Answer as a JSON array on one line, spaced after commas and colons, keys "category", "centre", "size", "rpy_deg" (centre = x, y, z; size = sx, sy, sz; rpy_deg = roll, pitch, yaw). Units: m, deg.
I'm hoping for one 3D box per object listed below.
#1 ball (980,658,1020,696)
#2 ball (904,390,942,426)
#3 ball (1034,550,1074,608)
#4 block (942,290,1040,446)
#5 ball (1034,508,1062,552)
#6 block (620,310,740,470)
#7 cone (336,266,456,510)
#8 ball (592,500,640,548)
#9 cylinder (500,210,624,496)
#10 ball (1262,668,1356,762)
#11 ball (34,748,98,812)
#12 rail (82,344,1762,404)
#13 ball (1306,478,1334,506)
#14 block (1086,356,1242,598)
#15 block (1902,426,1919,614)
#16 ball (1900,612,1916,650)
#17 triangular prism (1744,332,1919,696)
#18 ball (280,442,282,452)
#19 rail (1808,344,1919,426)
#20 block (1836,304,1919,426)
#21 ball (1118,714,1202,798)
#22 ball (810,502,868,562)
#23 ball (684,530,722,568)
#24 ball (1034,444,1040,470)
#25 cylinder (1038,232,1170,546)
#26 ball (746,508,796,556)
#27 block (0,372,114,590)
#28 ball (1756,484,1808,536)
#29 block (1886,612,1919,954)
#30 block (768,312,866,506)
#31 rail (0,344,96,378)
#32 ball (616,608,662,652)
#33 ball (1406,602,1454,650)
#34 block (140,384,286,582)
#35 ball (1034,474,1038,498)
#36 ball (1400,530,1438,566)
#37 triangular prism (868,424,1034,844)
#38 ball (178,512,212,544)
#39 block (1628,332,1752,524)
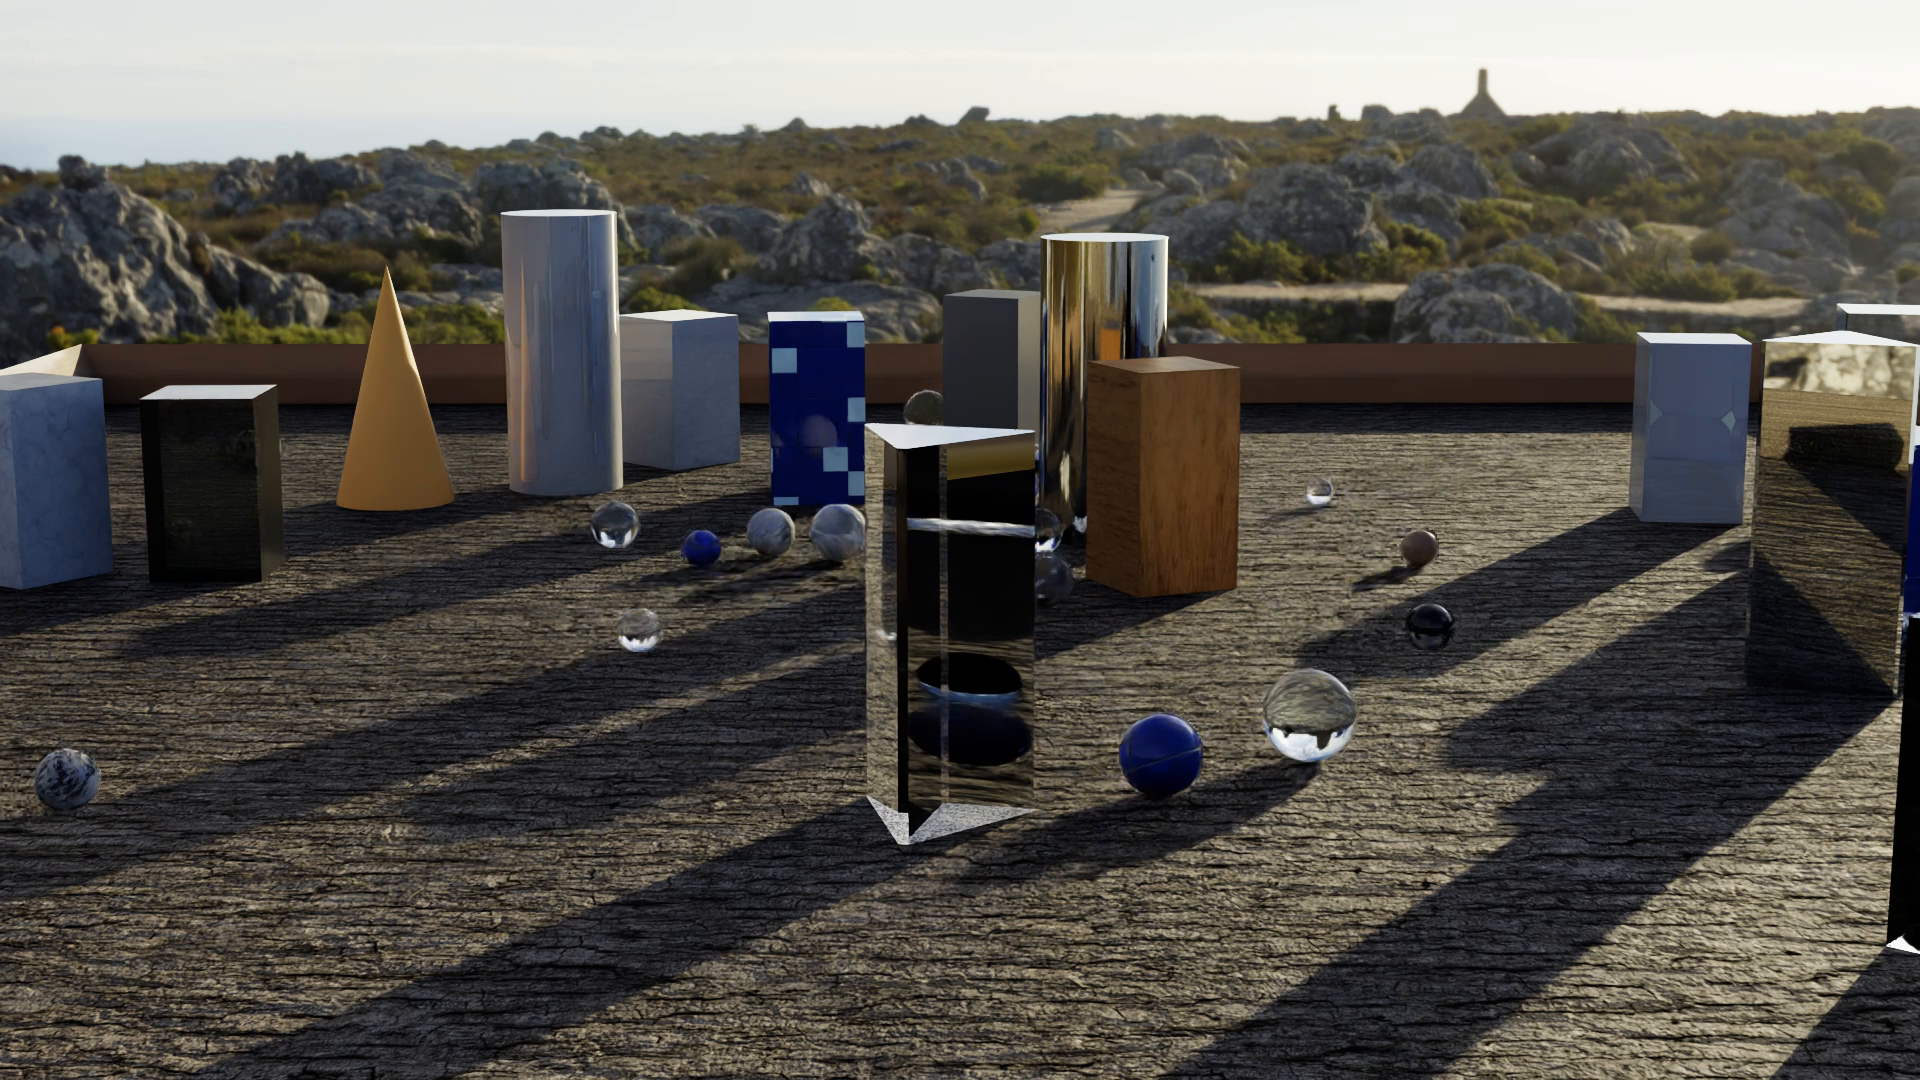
[{"category": "ball", "centre": [0.047, 0.160, 2.996], "size": [0.045, 0.045, 0.045], "rpy_deg": [0, 10, 0]}, {"category": "ball", "centre": [-0.065, -0.249, 5.068], "size": [0.094, 0.094, 0.094], "rpy_deg": [0, 10, 0]}, {"category": "ball", "centre": [0.116, 0.053, 3.486], "size": [0.077, 0.077, 0.077], "rpy_deg": [0, 10, 0]}, {"category": "block", "centre": [0.073, -0.324, 4.923], "size": [0.158, 0.296, 0.158], "rpy_deg": [5, 12, 26]}, {"category": "ball", "centre": [0.117, -0.012, 3.848], "size": [0.074, 0.074, 0.074], "rpy_deg": [0, 10, 0]}, {"category": "block", "centre": [-0.520, -0.280, 4.751], "size": [0.158, 0.272, 0.158], "rpy_deg": [10, 14, 43]}, {"category": "cone", "centre": [-0.955, -0.263, 4.307], "size": [0.197, 0.400, 0.197], "rpy_deg": [0, 10, 0]}, {"category": "ball", "centre": [-0.525, -0.023, 3.907], "size": [0.073, 0.073, 0.073], "rpy_deg": [0, 10, 0]}, {"category": "cylinder", "centre": [-0.689, -0.328, 4.448], "size": [0.197, 0.476, 0.197], "rpy_deg": [0, 10, 0]}, {"category": "ball", "centre": [0.369, 0.185, 2.712], "size": [0.099, 0.099, 0.099], "rpy_deg": [0, 10, 0]}, {"category": "ball", "centre": [-0.883, 0.237, 2.536], "size": [0.061, 0.061, 0.061], "rpy_deg": [0, 10, 0]}, {"category": "rail", "centre": [-0.012, -0.359, 5.565], "size": [3.791, 0.128, 0.045], "rpy_deg": [0, 10, 0]}, {"category": "ball", "centre": [0.601, -0.081, 4.291], "size": [0.047, 0.047, 0.047], "rpy_deg": [0, 10, 0]}, {"category": "block", "centre": [0.286, -0.093, 3.626], "size": [0.158, 0.313, 0.158], "rpy_deg": [-5, 12, -24]}, {"category": "block", "centre": [1.226, -0.013, 3.360], "size": [0.158, 0.253, 0.158], "rpy_deg": [-5, 12, -24]}, {"category": "ball", "centre": [1.197, 0.115, 3.236], "size": [0.048, 0.048, 0.048], "rpy_deg": [0, 10, 0]}, {"category": "triangular prism", "centre": [1.039, -0.037, 3.057], "size": [0.171, 0.411, 0.148], "rpy_deg": [4, 11, 20]}, {"category": "ball", "centre": [-1.279, -0.169, 4.679], "size": [0.080, 0.080, 0.080], "rpy_deg": [0, 10, 0]}, {"category": "rail", "centre": [1.872, 0.031, 3.459], "size": [0.045, 0.128, 4.352], "rpy_deg": [0, 10, 0]}, {"category": "block", "centre": [1.444, -0.181, 3.989], "size": [0.158, 0.355, 0.158], "rpy_deg": [2, 11, 13]}, {"category": "ball", "centre": [0.202, 0.217, 2.584], "size": [0.084, 0.084, 0.084], "rpy_deg": [0, 10, 0]}, {"category": "ball", "centre": [-0.180, -0.012, 3.809], "size": [0.087, 0.087, 0.087], "rpy_deg": [0, 10, 0]}, {"category": "ball", "centre": [-0.378, 0.012, 3.767], "size": [0.055, 0.055, 0.055], "rpy_deg": [0, 10, 0]}, {"category": "ball", "centre": [0.144, -0.151, 4.670], "size": [0.046, 0.046, 0.046], "rpy_deg": [0, 10, 0]}, {"category": "cylinder", "centre": [0.222, -0.236, 3.979], "size": [0.197, 0.466, 0.197], "rpy_deg": [0, 10, 0]}, {"category": "ball", "centre": [-0.284, -0.012, 3.851], "size": [0.073, 0.073, 0.073], "rpy_deg": [0, 10, 0]}, {"category": "block", "centre": [-1.342, -0.089, 3.690], "size": [0.158, 0.282, 0.158], "rpy_deg": [7, 12, 32]}, {"category": "ball", "centre": [1.286, -0.046, 4.008], "size": [0.081, 0.081, 0.081], "rpy_deg": [0, 10, 0]}, {"category": "block", "centre": [0.887, 0.200, 2.130], "size": [0.158, 0.282, 0.158], "rpy_deg": [9, 14, 40]}, {"category": "block", "centre": [-0.244, -0.226, 4.354], "size": [0.158, 0.309, 0.158], "rpy_deg": [-1, 11, -5]}, {"category": "rail", "centre": [-1.872, 0.035, 3.438], "size": [0.045, 0.128, 4.352], "rpy_deg": [0, 10, 0]}, {"category": "ball", "centre": [-0.403, 0.113, 3.219], "size": [0.057, 0.057, 0.057], "rpy_deg": [0, 10, 0]}, {"category": "ball", "centre": [0.592, 0.109, 3.234], "size": [0.059, 0.059, 0.059], "rpy_deg": [0, 10, 0]}, {"category": "block", "centre": [-1.080, -0.084, 3.714], "size": [0.158, 0.263, 0.158], "rpy_deg": [0, 11, -3]}, {"category": "ball", "centre": [0.084, -0.090, 4.231], "size": [0.088, 0.088, 0.088], "rpy_deg": [0, 10, 0]}, {"category": "ball", "centre": [0.676, 0.011, 3.776], "size": [0.054, 0.054, 0.054], "rpy_deg": [0, 10, 0]}, {"category": "triangular prism", "centre": [-0.041, 0.082, 2.503], "size": [0.171, 0.379, 0.148], "rpy_deg": [-9, 14, -42]}, {"category": "ball", "centre": [-1.175, -0.019, 3.946], "size": [0.051, 0.051, 0.051], "rpy_deg": [0, 10, 0]}, {"category": "block", "centre": [1.189, -0.184, 4.185], "size": [0.158, 0.290, 0.158], "rpy_deg": [1, 11, 7]}]
